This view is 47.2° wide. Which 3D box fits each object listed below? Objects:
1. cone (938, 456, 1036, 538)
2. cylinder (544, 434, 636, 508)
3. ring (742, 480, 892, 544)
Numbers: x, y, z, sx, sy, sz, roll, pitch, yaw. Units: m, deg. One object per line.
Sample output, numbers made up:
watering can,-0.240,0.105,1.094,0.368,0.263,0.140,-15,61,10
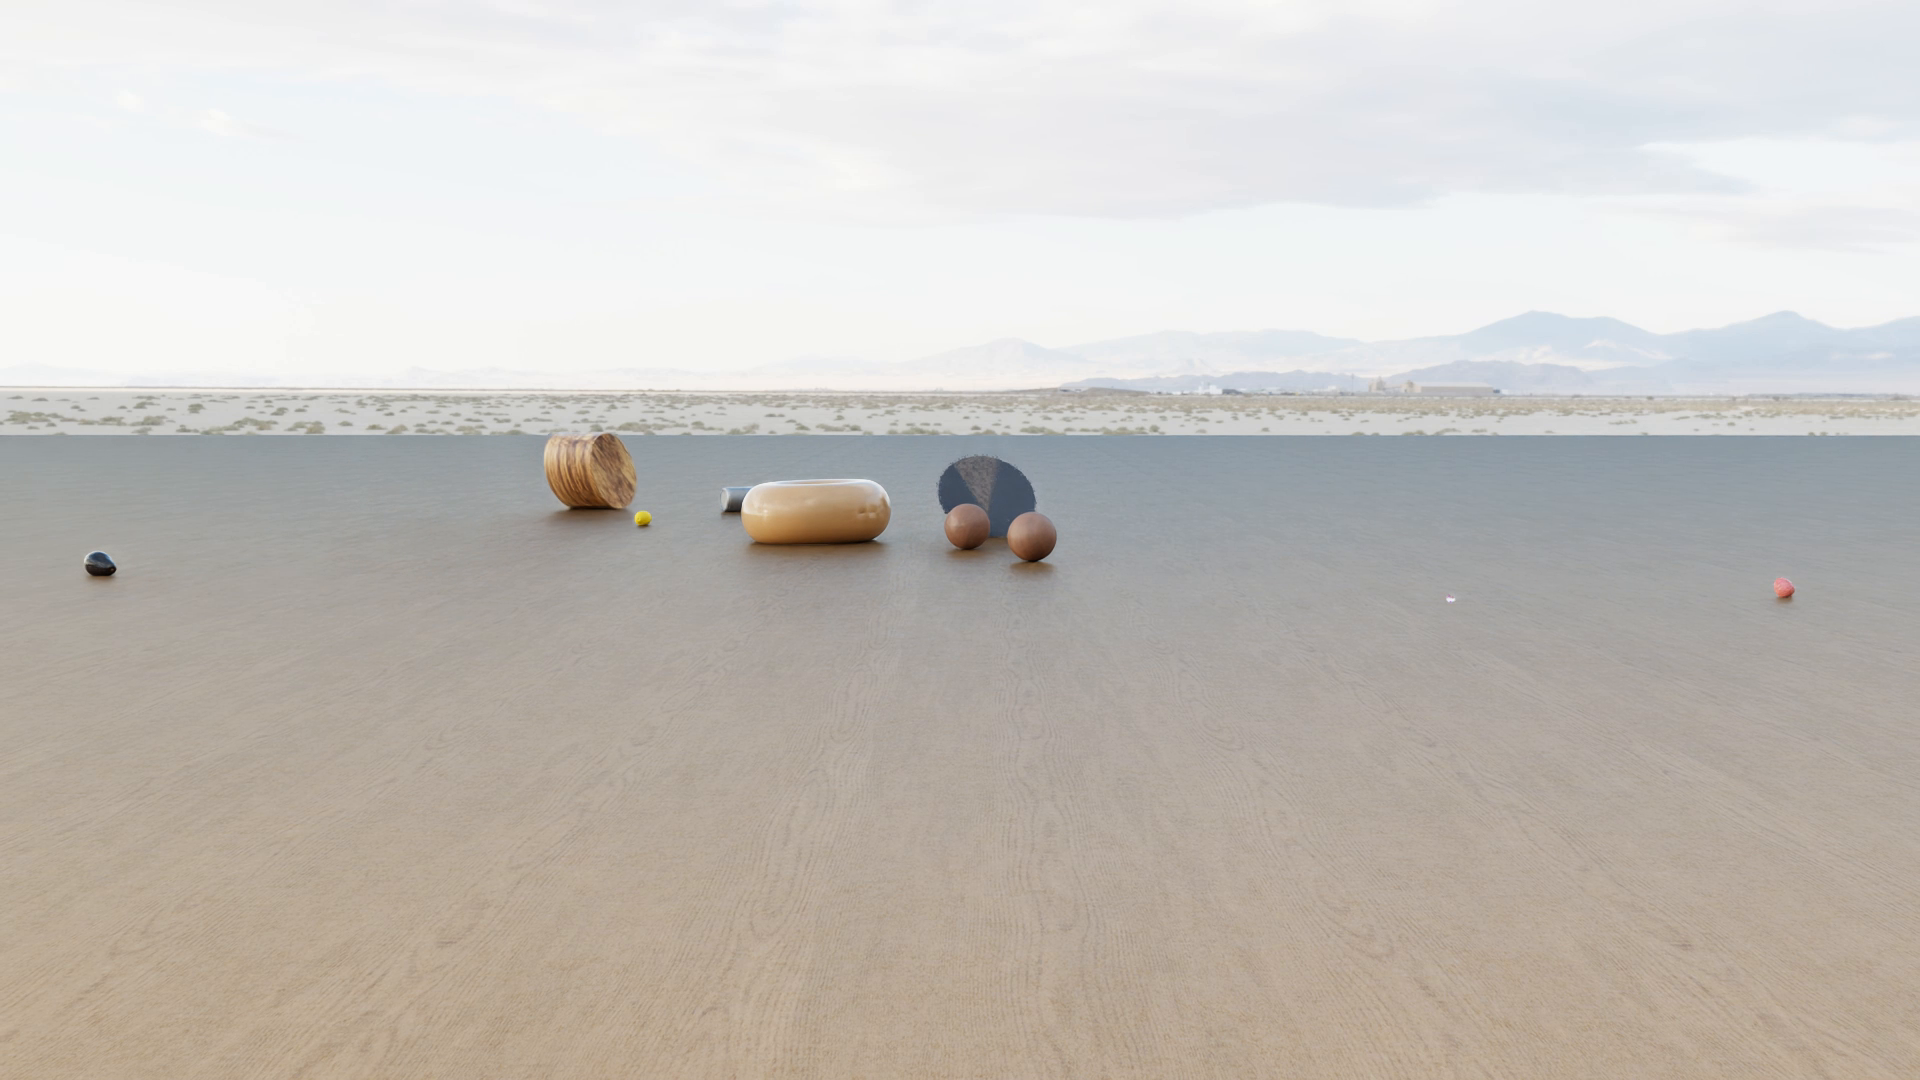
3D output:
cone,0.083,-0.080,6.823,0.312,0.267,0.234,31,-22,16
cylinder,-1.386,-0.259,8.242,0.217,0.324,0.233,2,48,28
ring,-0.425,-0.084,6.508,0.414,0.177,0.474,2,5,40
